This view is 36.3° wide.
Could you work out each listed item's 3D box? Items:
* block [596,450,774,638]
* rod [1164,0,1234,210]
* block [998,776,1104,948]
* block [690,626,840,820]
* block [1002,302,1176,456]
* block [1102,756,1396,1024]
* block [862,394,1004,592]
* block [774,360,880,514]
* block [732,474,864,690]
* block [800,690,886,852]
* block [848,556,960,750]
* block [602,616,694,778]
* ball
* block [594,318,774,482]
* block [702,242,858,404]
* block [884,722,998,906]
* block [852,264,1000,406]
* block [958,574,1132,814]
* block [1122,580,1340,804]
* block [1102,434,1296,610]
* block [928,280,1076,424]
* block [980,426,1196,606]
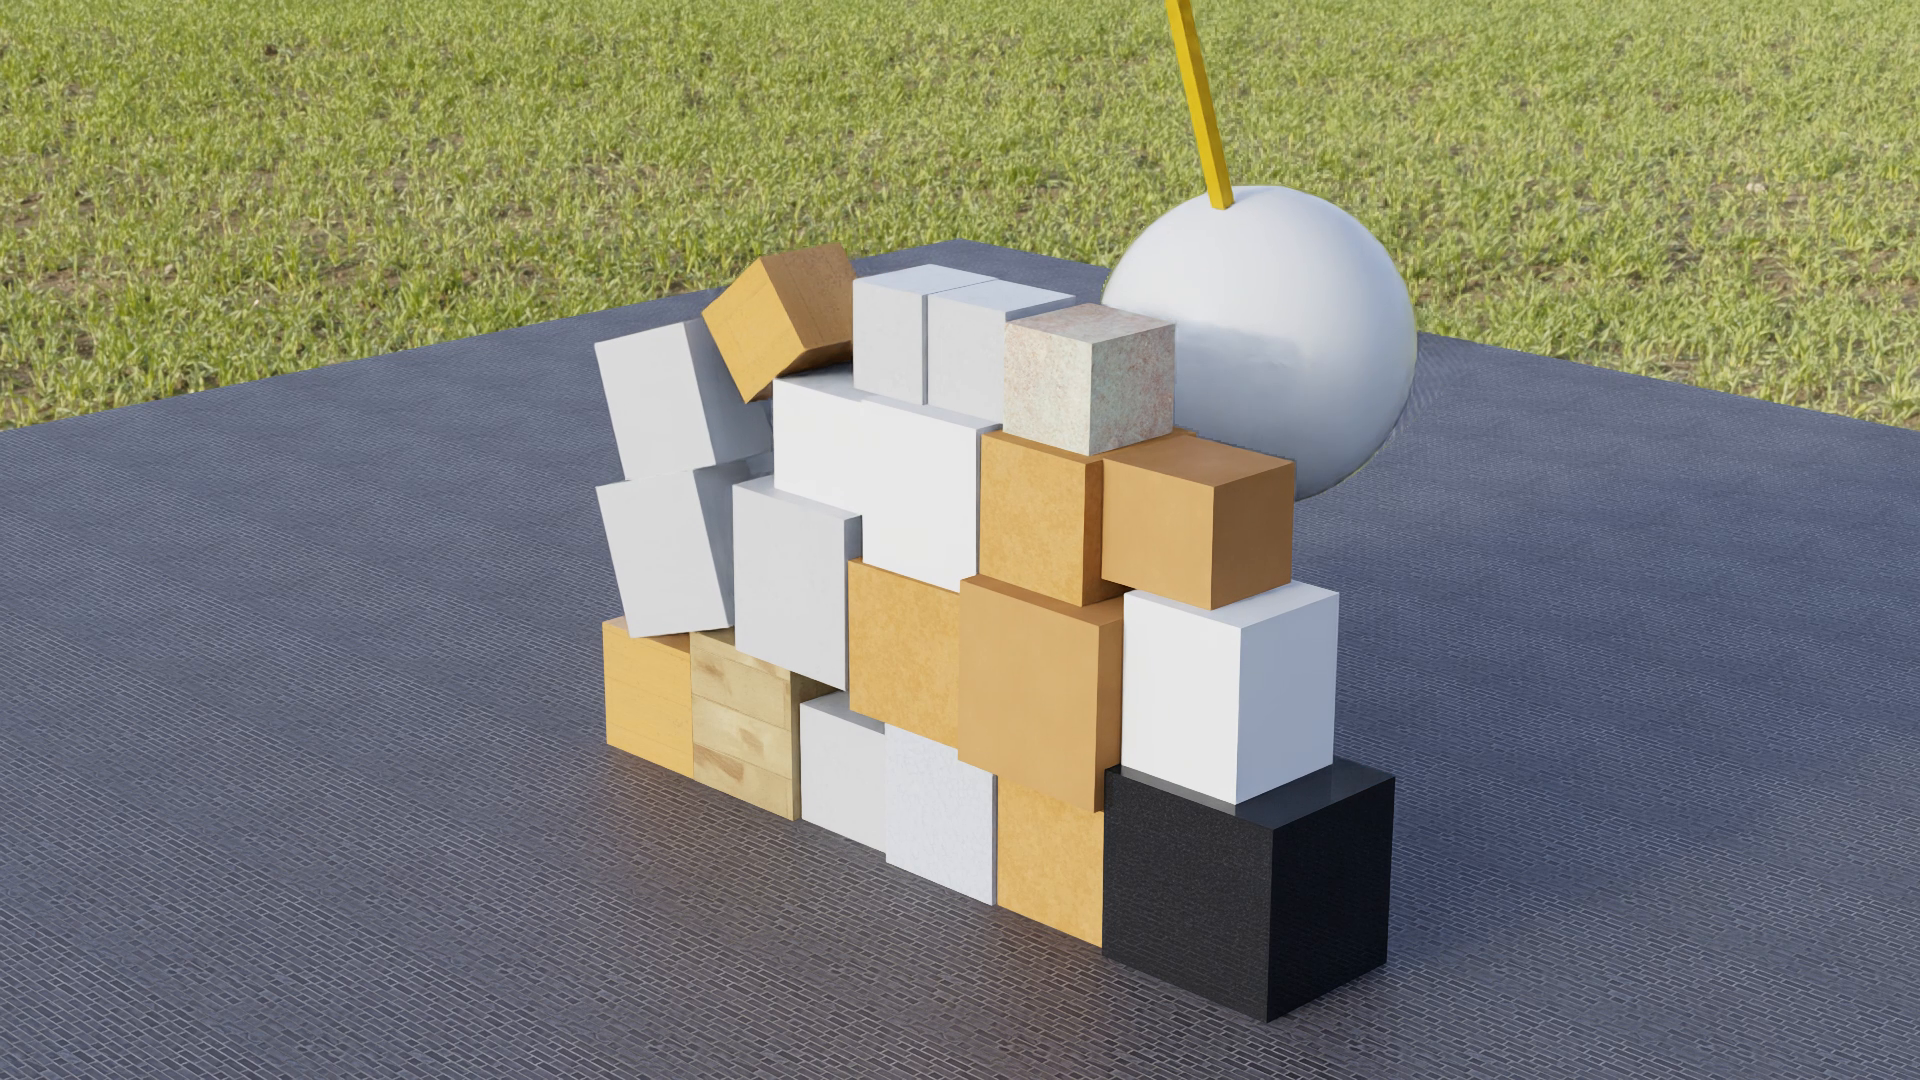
[{"bbox_3d":[-1.163,-0.010,14.551,0.829,0.771,0.792,-17,6,-42],"label":"block"},{"bbox_3d":[0.636,-3.756,12.828,0.080,5.200,0.080,17,44,42],"label":"rod"},{"bbox_3d":[0.660,1.328,13.065,0.718,0.632,0.673,-17,24,-42],"label":"block"},{"bbox_3d":[-0.807,0.818,14.432,0.719,0.786,0.733,-17,24,-42],"label":"block"},{"bbox_3d":[0.553,-0.695,12.563,0.532,0.485,0.502,-17,25,-42],"label":"block"},{"bbox_3d":[1.220,1.391,12.481,0.809,0.861,0.915,-17,24,-42],"label":"block"},{"bbox_3d":[0.056,-0.259,13.188,0.685,0.764,0.719,-17,24,-42],"label":"block"},{"bbox_3d":[-0.434,-0.483,13.632,0.663,0.527,0.565,17,24,42],"label":"block"},{"bbox_3d":[-0.520,0.134,13.920,0.792,0.825,0.769,-17,24,-42],"label":"block"},{"bbox_3d":[-0.296,1.055,14.003,0.664,0.590,0.648,-17,24,-42],"label":"block"},{"bbox_3d":[0.041,0.441,13.438,0.767,0.723,0.789,-17,24,-42],"label":"block"},{"bbox_3d":[-1.298,0.721,14.954,0.687,0.658,0.758,17,24,42],"label":"block"},{"bbox_3d":[1.467,-0.961,14.577,1.600,1.600,1.600,0,17,0],"label":"ball"},{"bbox_3d":[-1.198,-0.740,14.361,0.774,0.691,0.723,-17,6,-42],"label":"block"},{"bbox_3d":[-0.785,-1.022,13.800,0.512,0.492,0.531,-16,-15,-43],"label":"block"},{"bbox_3d":[0.170,1.156,13.519,0.764,0.689,0.686,-17,24,-42],"label":"block"},{"bbox_3d":[-0.152,-0.931,13.218,0.486,0.499,0.443,-17,24,-42],"label":"block"},{"bbox_3d":[0.607,0.567,12.856,0.917,0.841,0.815,-17,25,-42],"label":"block"},{"bbox_3d":[1.133,0.586,12.333,0.641,0.764,0.629,-17,24,-42],"label":"block"},{"bbox_3d":[0.996,-0.081,12.300,0.523,0.528,0.604,-17,24,-42],"label":"block"},{"bbox_3d":[0.183,-0.834,12.914,0.442,0.497,0.474,-17,24,-42],"label":"block"},{"bbox_3d":[0.553,-0.160,12.715,0.708,0.628,0.606,-17,25,-42],"label":"block"}]
